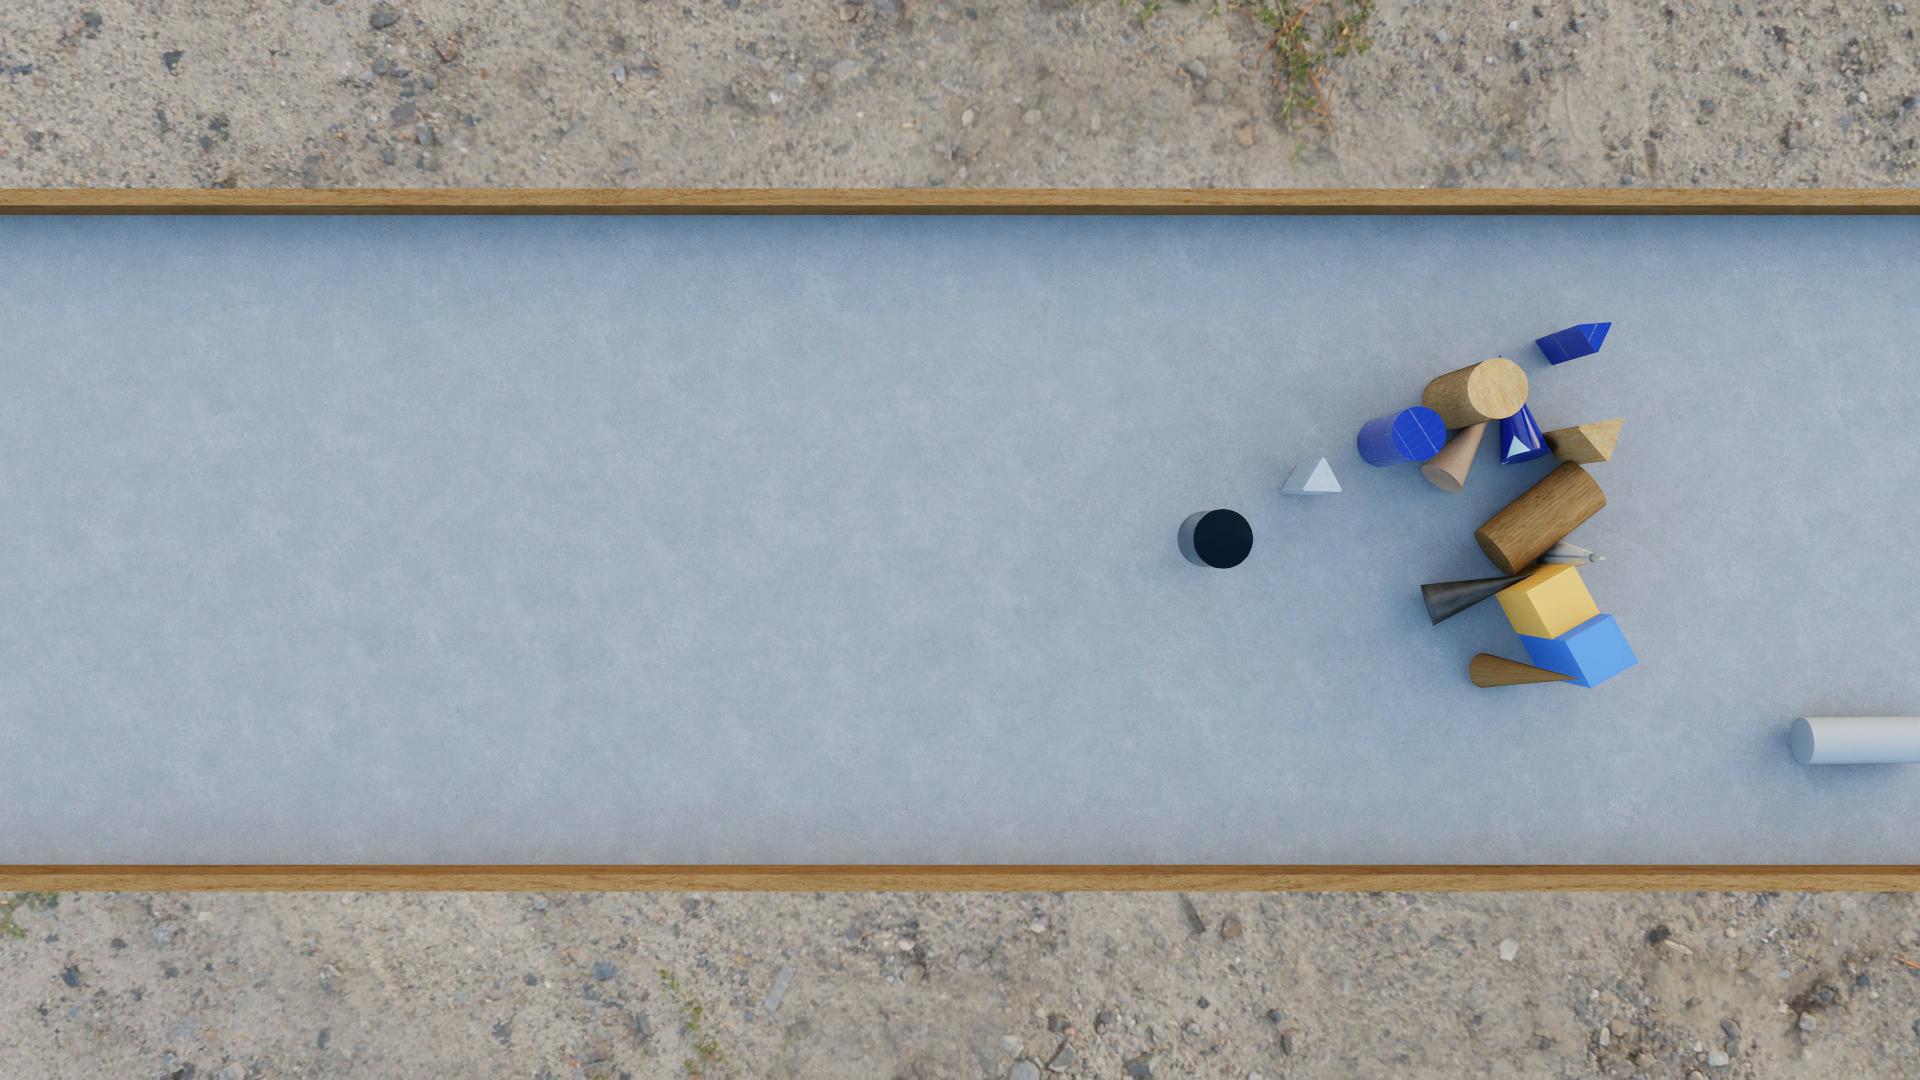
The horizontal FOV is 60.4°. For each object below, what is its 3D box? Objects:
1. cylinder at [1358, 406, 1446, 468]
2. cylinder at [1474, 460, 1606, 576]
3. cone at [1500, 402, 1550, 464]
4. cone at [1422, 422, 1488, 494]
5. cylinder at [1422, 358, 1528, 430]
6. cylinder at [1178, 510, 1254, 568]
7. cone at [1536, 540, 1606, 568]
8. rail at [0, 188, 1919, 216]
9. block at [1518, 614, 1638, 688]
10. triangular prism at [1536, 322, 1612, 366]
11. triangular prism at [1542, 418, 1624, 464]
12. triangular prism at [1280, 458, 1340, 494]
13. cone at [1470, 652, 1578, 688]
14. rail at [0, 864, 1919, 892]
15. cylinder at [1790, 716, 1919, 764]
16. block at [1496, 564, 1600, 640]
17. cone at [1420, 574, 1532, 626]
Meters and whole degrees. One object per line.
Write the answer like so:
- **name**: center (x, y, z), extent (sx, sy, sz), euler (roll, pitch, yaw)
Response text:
- **cylinder**: center (1.300, -0.301, 4.873), extent (0.154, 0.407, 0.154), euler (0, 90, 0)
- **cylinder**: center (1.753, -0.065, 4.988), extent (0.347, 0.177, 0.177), euler (-38, 90, 0)
- **cone**: center (1.688, -0.413, 5.040), extent (0.150, 0.150, 0.333), euler (-10, 77, 0)
- **cone**: center (1.559, -0.312, 5.043), extent (0.137, 0.137, 0.327), euler (37, 78, 0)
- **cylinder**: center (1.507, -0.425, 4.848), extent (0.171, 0.458, 0.171), euler (0, 90, 0)
- **cylinder**: center (0.755, -0.003, 4.905), extent (0.172, 0.344, 0.172), euler (0, 90, 0)
- **cone**: center (1.829, 0.051, 4.866), extent (0.109, 0.422, 0.109), euler (0, 90, 0)
- **rail**: center (-2.247, -1.025, 5.002), extent (12.000, 0.150, 0.050), euler (0, 90, 0)
- **block**: center (1.820, 0.316, 4.876), extent (0.154, 0.400, 0.154), euler (-29, 90, 0)
- **triangular prism**: center (1.832, -0.599, 4.900), extent (0.081, 0.353, 0.094), euler (-34, 90, 0)
- **triangular prism**: center (1.862, -0.311, 4.906), extent (0.112, 0.340, 0.129), euler (-41, 90, 0)
- **triangular prism**: center (1.043, -0.190, 4.907), extent (0.109, 0.340, 0.094), euler (2, 90, 0)
- **cone**: center (1.683, 0.397, 4.874), extent (0.107, 0.397, 0.107), euler (0, 89, -24)
- **rail**: center (-2.247, 1.025, 5.001), extent (12.000, 0.150, 0.050), euler (0, 90, 0)
- **cylinder**: center (2.735, 0.607, 5.006), extent (0.357, 0.142, 0.142), euler (-1, 90, 0)
- **block**: center (1.743, 0.180, 4.922), extent (0.158, 0.308, 0.158), euler (-29, 90, 0)
- **cone**: center (1.571, 0.150, 4.978), extent (0.326, 0.130, 0.130), euler (-18, 90, 12)
